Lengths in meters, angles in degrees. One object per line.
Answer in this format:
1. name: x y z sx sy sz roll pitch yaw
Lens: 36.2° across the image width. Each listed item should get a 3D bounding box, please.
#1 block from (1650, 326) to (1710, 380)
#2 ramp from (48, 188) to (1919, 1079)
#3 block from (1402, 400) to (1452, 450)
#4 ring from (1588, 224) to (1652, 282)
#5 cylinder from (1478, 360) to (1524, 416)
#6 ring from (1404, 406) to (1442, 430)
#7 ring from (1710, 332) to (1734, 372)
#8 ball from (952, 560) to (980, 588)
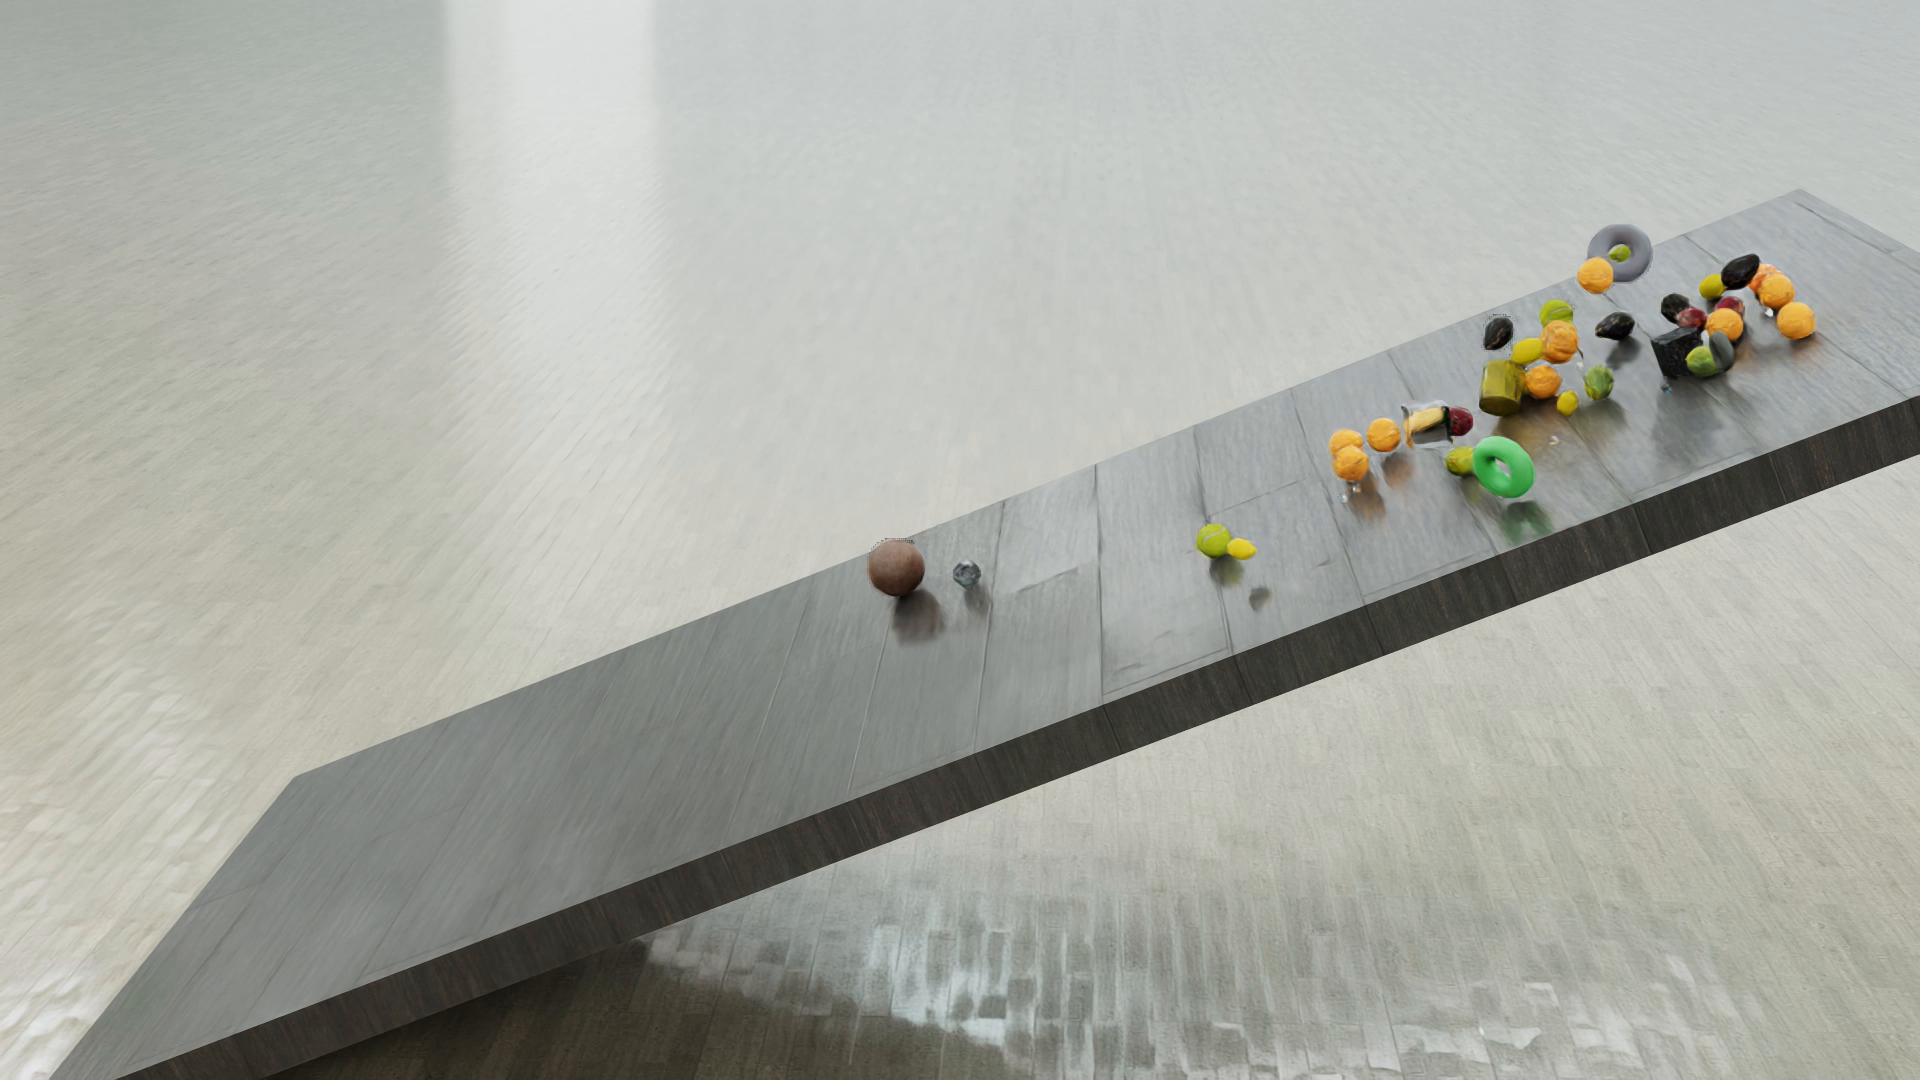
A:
1. block: 1.430 -0.372 5.841 0.076 0.076 0.076 -23 12 -1
2. ramp: 0.125 0.173 6.289 4.000 0.100 2.000 -21 12 7
3. block: 0.919 -0.227 5.790 0.078 0.078 0.078 -8 13 0
4. ring: 1.375 -0.598 6.130 0.133 0.133 0.044 5 -19 17
5. cylinder: 1.115 -0.312 6.053 0.085 0.085 0.085 11 -24 5
6. ring: 0.987 -0.260 6.276 0.088 0.029 0.088 -22 13 5
7. ring: 1.457 -0.361 5.625 0.027 0.080 0.080 -16 15 -1
8. ball: 0.015 0.075 6.520 0.062 0.062 0.062 0 14 0
